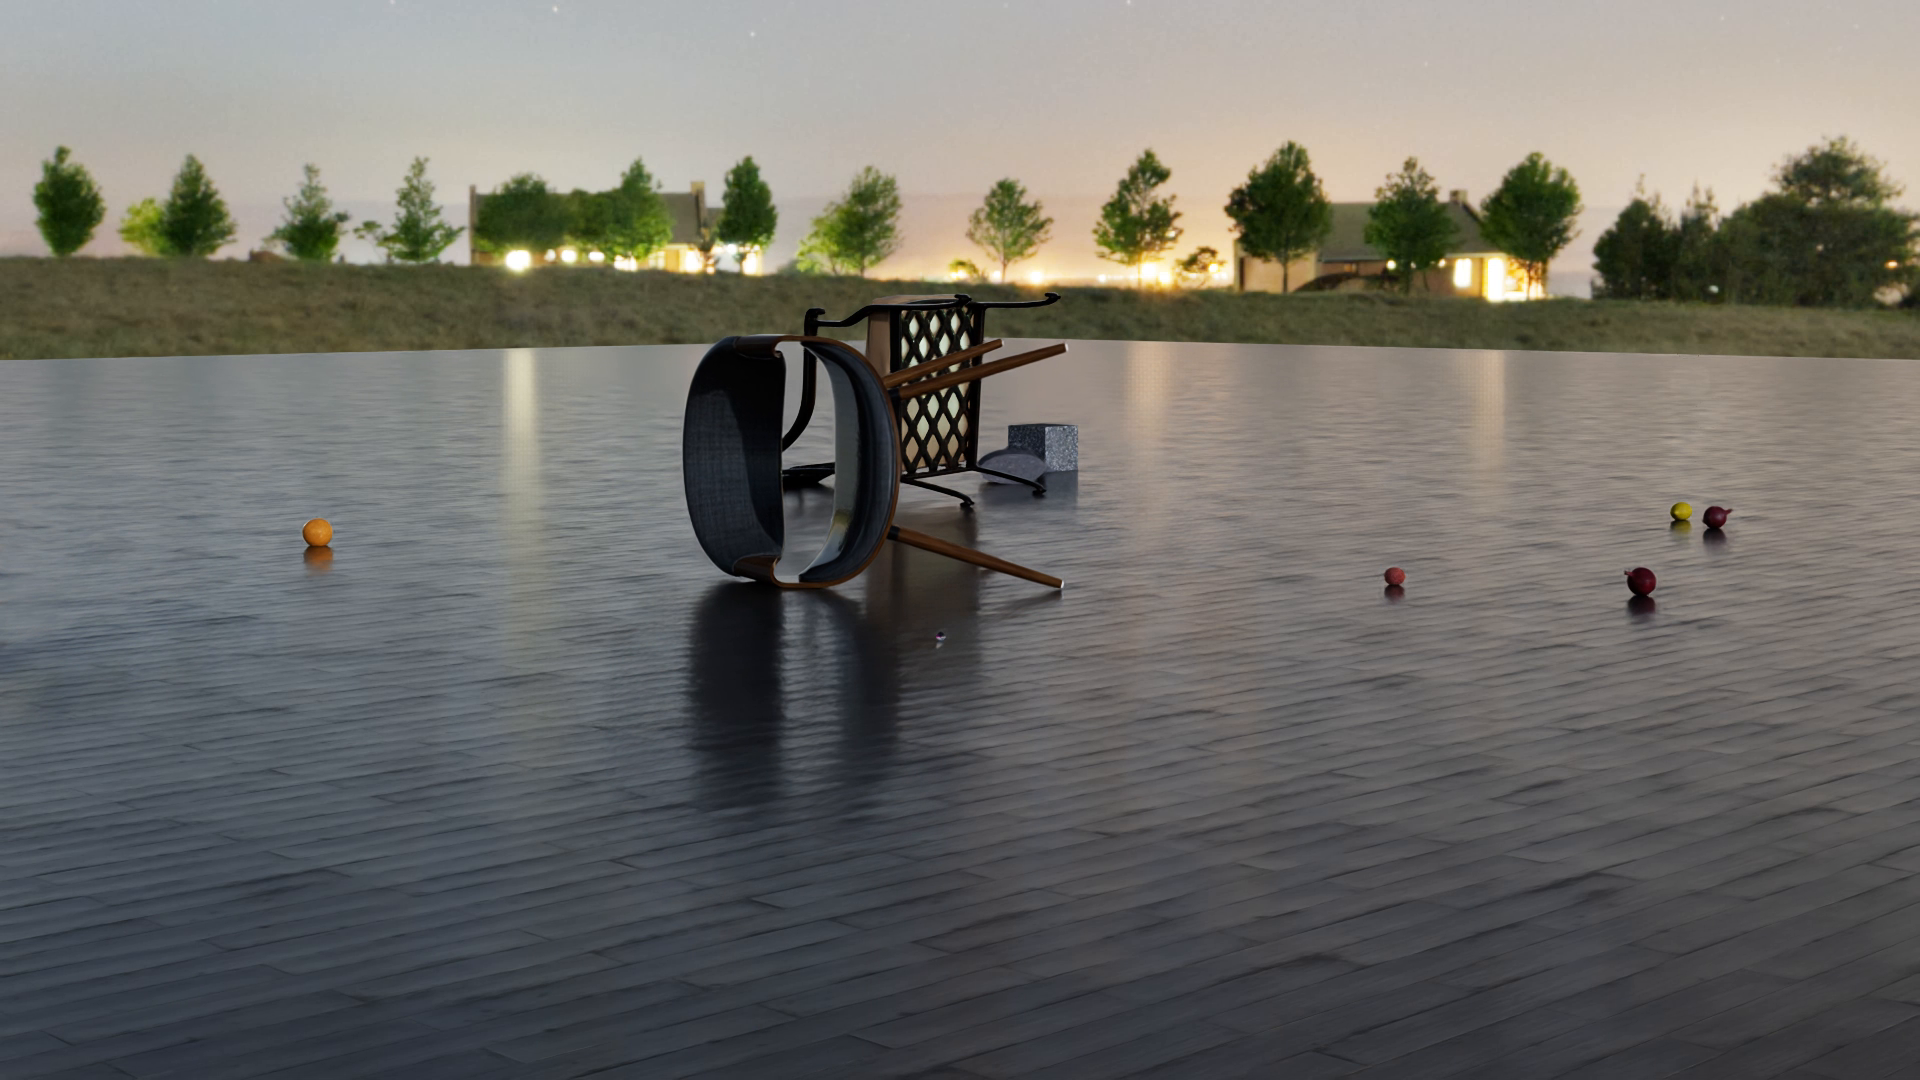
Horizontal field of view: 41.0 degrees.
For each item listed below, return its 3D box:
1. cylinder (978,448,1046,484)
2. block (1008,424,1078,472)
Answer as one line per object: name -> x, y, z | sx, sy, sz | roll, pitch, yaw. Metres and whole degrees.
cylinder -> 0.163, -0.237, 8.238 | 0.210, 0.096, 0.226 | -3, 6, -1
block -> 0.283, -0.315, 8.735 | 0.170, 0.151, 0.167 | 6, 8, 44
